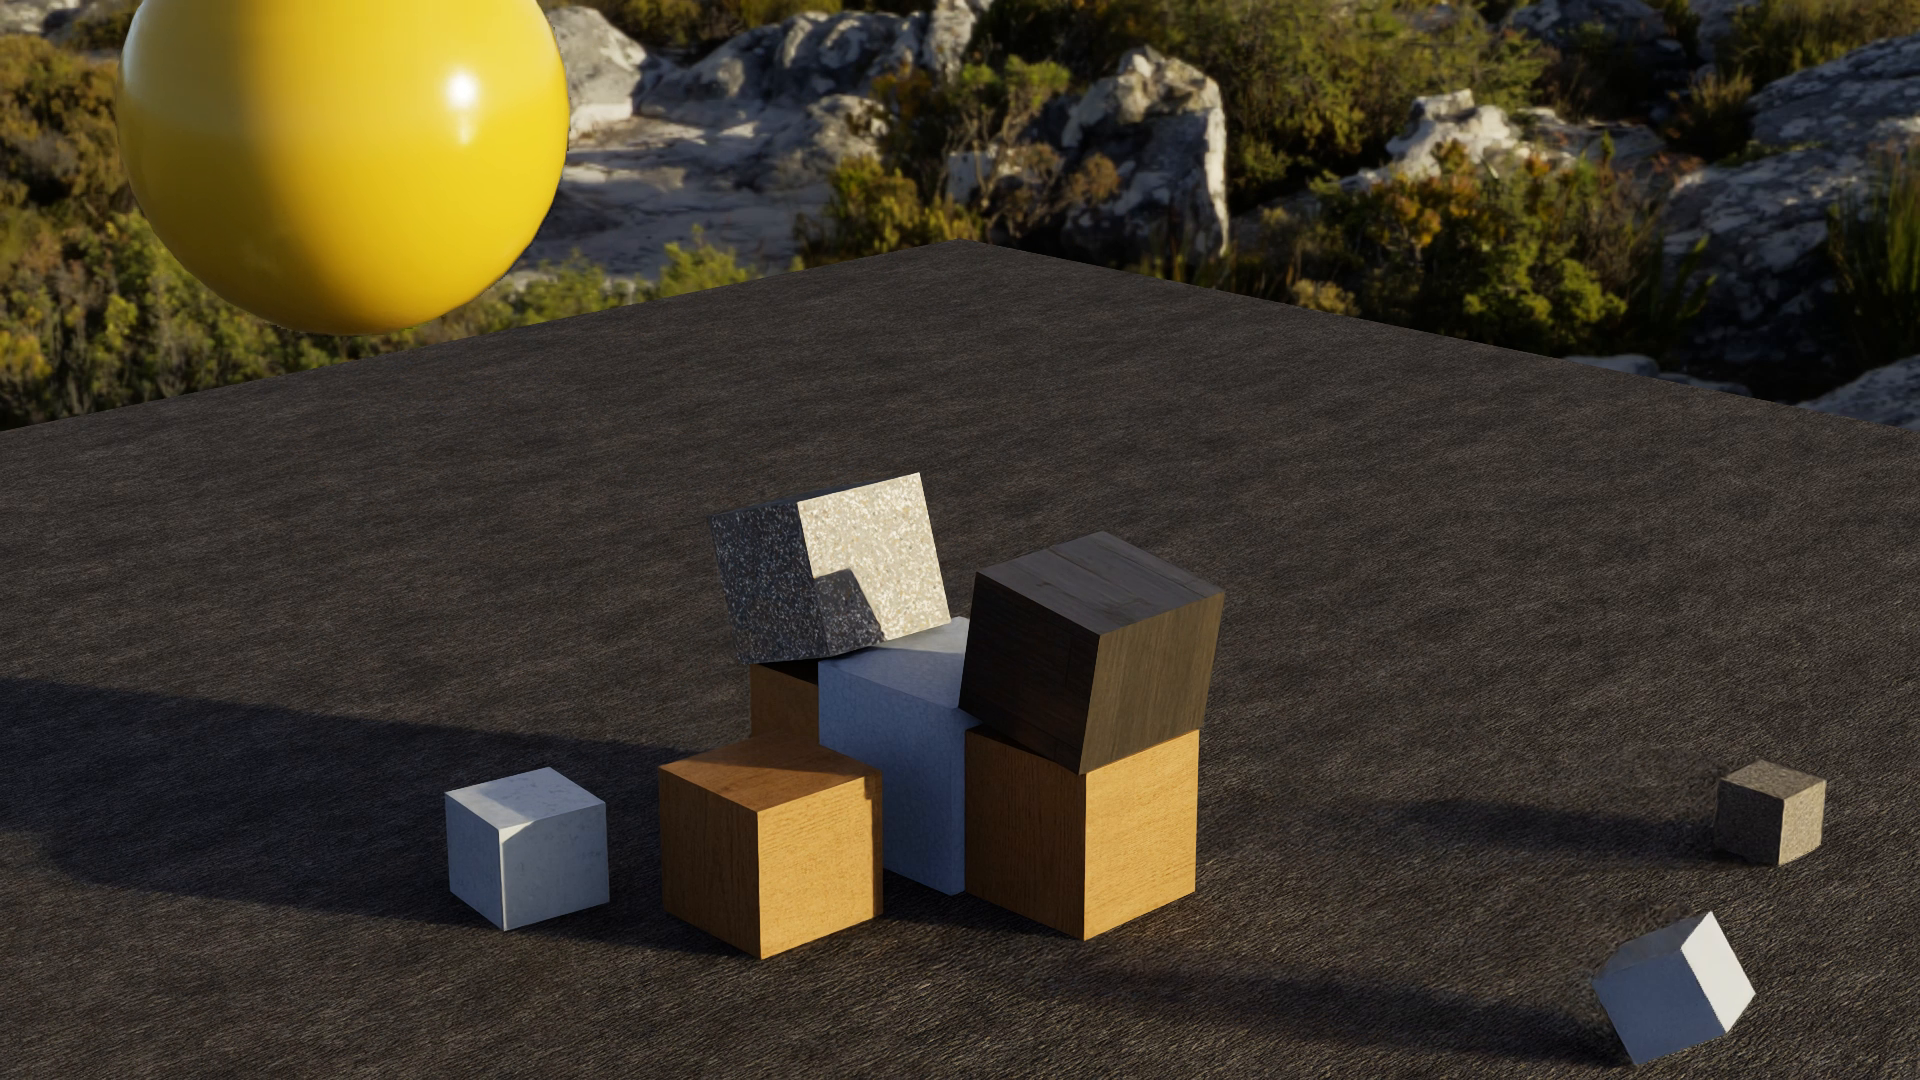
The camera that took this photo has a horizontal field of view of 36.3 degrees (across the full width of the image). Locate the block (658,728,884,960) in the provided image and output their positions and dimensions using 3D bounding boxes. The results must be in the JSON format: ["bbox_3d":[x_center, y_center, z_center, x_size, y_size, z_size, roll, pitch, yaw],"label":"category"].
[{"bbox_3d":[-0.834,1.330,12.971,0.697,0.684,0.698,-15,23,-40],"label":"block"}]

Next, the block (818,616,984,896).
[{"bbox_3d":[-0.021,0.987,13.702,0.921,0.900,0.874,-17,24,-42],"label":"block"}]

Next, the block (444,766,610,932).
[{"bbox_3d":[-1.942,1.379,13.155,0.527,0.481,0.527,-12,21,-34],"label":"block"}]

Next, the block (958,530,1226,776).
[{"bbox_3d":[0.576,0.482,12.896,0.729,0.670,0.825,27,31,37],"label":"block"}]

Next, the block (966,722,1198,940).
[{"bbox_3d":[0.543,1.218,13.163,0.739,0.783,0.732,-17,24,-42],"label":"block"}]

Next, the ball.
[{"bbox_3d":[-2.209,-1.535,10.544,1.600,1.600,1.600,0,17,0],"label":"ball"}]

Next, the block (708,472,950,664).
[{"bbox_3d":[-0.626,0.140,14.007,0.736,0.730,0.740,-15,5,-39],"label":"block"}]

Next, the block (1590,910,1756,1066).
[{"bbox_3d":[2.845,1.786,11.698,0.416,0.378,0.411,-29,-1,34],"label":"block"}]

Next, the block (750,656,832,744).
[{"bbox_3d":[-0.579,0.924,14.232,0.633,0.704,0.596,17,24,42],"label":"block"}]

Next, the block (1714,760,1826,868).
[{"bbox_3d":[3.788,1.277,13.719,0.354,0.338,0.347,-16,23,-41],"label":"block"}]
